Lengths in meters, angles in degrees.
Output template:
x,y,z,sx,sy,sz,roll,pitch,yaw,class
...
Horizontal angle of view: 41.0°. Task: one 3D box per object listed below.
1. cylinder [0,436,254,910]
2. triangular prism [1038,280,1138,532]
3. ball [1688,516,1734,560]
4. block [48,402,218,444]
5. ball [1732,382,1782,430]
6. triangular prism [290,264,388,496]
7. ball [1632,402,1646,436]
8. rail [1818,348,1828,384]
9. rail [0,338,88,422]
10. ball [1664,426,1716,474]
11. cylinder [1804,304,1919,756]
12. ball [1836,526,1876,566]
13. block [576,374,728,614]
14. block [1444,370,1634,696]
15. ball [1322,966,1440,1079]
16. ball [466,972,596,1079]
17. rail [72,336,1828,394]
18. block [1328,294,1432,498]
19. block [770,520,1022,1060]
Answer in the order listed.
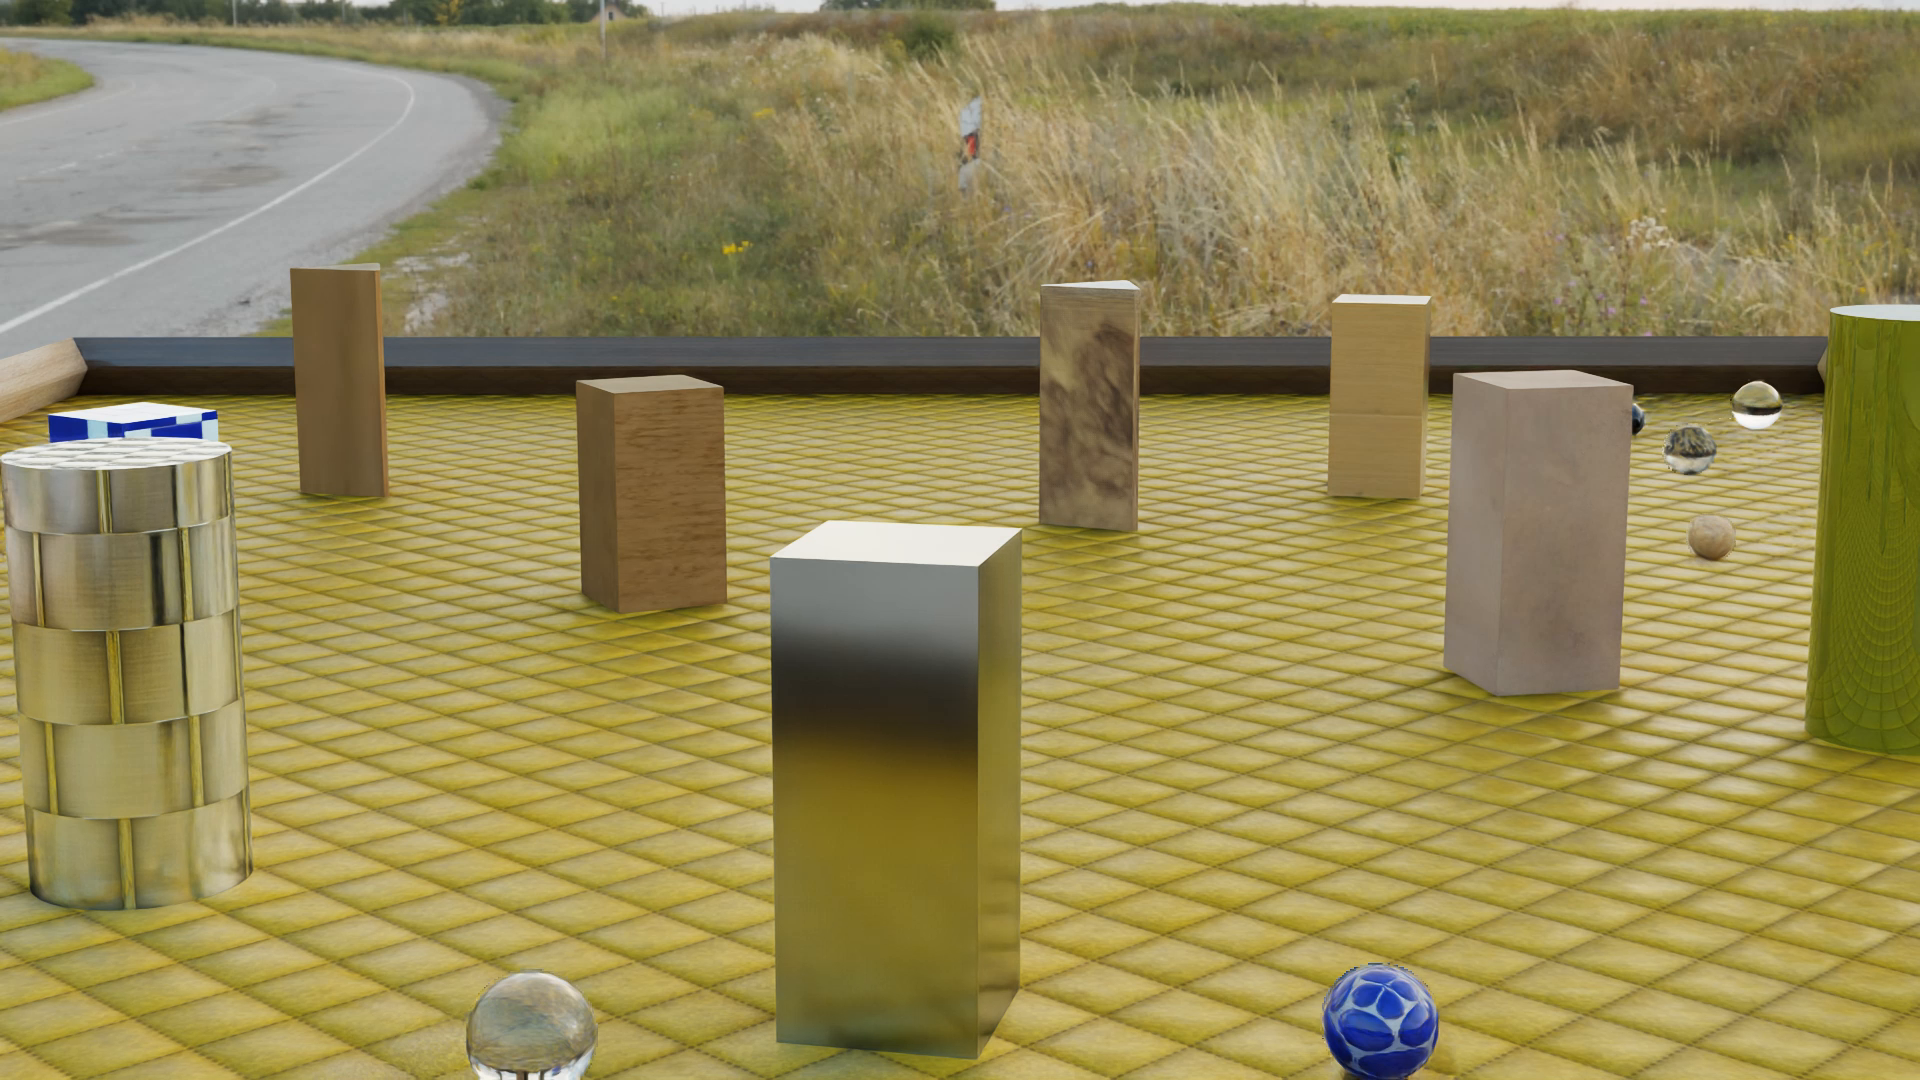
x,y,z,sx,sy,sz,roll,pitch,yaw,class
-0.742,0.114,2.296,0.194,0.389,0.194,0,11,0,cylinder
0.234,-0.220,4.117,0.168,0.381,0.146,5,12,26,triangular prism
1.118,-0.004,3.815,0.066,0.066,0.066,0,11,0,ball
-1.120,-0.044,3.498,0.156,0.261,0.156,7,13,34,block
1.605,-0.270,5.166,0.097,0.097,0.097,0,11,0,ball
-1.035,-0.280,4.428,0.168,0.385,0.146,3,11,16,triangular prism
1.316,-0.238,5.064,0.070,0.070,0.070,0,11,0,ball
1.937,0.030,3.460,0.045,0.126,4.628,0,11,0,rail
-1.937,0.035,3.438,0.045,0.126,4.628,0,11,0,rail
1.310,-0.161,4.602,0.089,0.089,0.089,0,11,0,ball
1.033,-0.015,2.788,0.194,0.464,0.194,0,11,0,cylinder
1.318,0.009,3.772,0.057,0.057,0.057,0,11,0,ball
-0.423,-0.066,3.517,0.156,0.298,0.156,-5,12,-27,block
0.685,-0.012,3.052,0.156,0.361,0.156,-2,11,-12,block
0.305,0.350,1.859,0.084,0.084,0.084,0,11,0,ball
-0.305,0.353,1.822,0.092,0.092,0.092,0,11,0,ball
-0.013,-0.386,5.701,3.921,0.126,0.045,0,11,0,rail
0.722,-0.249,4.413,0.156,0.330,0.156,3,11,13,block
-0.045,0.185,1.958,0.156,0.373,0.156,2,11,13,block
